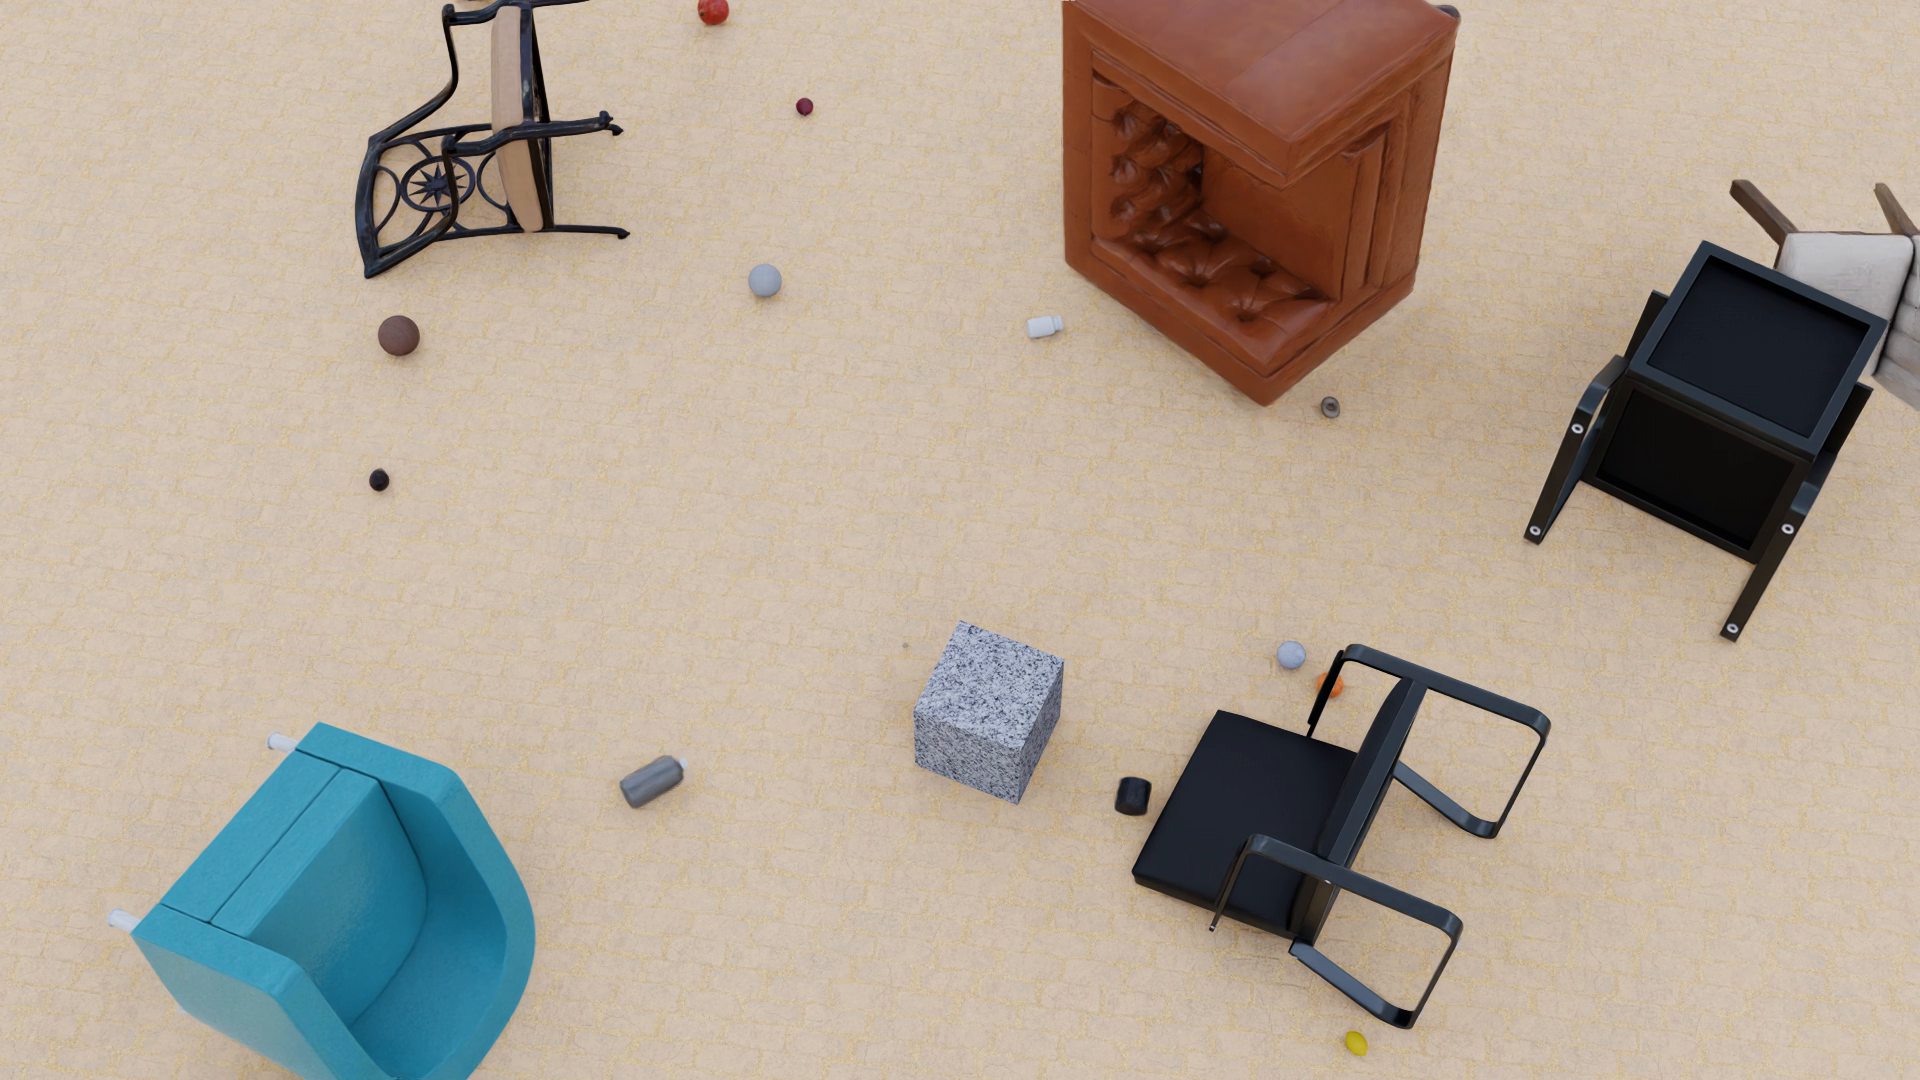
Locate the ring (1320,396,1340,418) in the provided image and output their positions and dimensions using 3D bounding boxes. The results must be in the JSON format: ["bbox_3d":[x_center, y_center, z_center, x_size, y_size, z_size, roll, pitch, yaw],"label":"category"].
[{"bbox_3d":[1.152,-0.412,6.834,0.061,0.028,0.081,-5,56,-2],"label":"ring"}]

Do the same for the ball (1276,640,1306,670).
[{"bbox_3d":[0.950,0.330,6.303,0.082,0.082,0.082,0,56,0],"label":"ball"}]

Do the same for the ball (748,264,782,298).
[{"bbox_3d":[-0.626,-0.834,7.068,0.109,0.109,0.109,0,56,0],"label":"ball"}]

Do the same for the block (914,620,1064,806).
[{"bbox_3d":[0.080,0.477,6.065,0.311,0.314,0.310,20,58,13],"label":"block"}]

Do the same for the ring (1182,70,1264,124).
[{"bbox_3d":[0.901,-1.516,7.529,0.283,0.105,0.204,1,55,0],"label":"ring"}]

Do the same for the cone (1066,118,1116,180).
[{"bbox_3d":[0.474,-1.290,7.385,0.182,0.216,0.188,-23,88,15],"label":"cone"}]

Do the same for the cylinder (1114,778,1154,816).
[{"bbox_3d":[0.478,0.707,6.059,0.089,0.067,0.085,13,76,33],"label":"cylinder"}]
